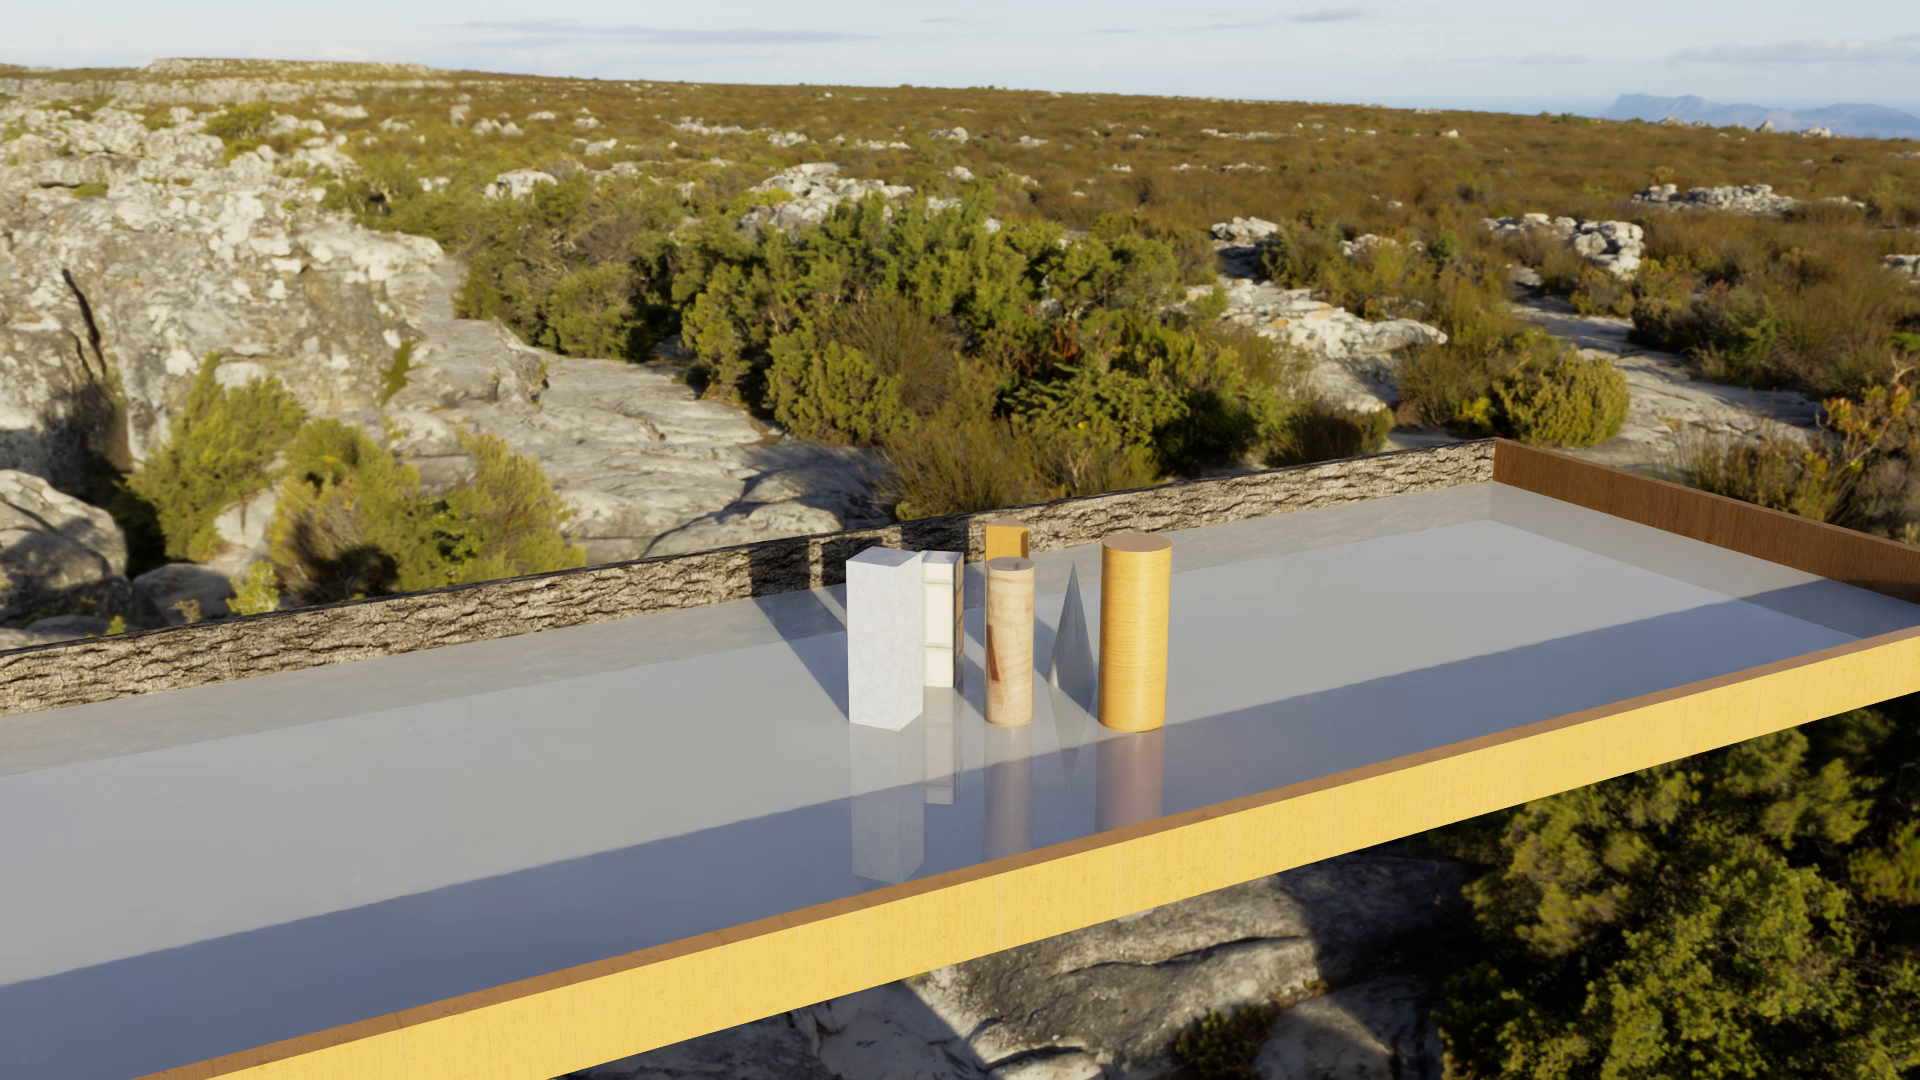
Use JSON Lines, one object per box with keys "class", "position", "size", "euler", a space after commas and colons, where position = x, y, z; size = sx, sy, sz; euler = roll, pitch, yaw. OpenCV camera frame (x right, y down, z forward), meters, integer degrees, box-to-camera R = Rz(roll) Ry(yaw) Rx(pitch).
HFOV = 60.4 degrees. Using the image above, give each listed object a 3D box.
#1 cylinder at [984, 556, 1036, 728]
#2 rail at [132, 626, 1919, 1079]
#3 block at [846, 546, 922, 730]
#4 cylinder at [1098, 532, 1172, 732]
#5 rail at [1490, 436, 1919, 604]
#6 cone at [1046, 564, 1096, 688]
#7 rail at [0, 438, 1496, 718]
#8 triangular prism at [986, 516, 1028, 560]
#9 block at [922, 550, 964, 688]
{"class": "cylinder", "position": [0.115, 0.239, 3.865], "size": [0.116, 0.383, 0.116], "euler": [0, 16, 0]}
{"class": "rail", "position": [-2.336, 1.006, 1.665], "size": [12.000, 0.150, 0.050], "euler": [-9, 18, -27]}
{"class": "block", "position": [-0.175, 0.229, 3.867], "size": [0.129, 0.399, 0.129], "euler": [7, 18, 24]}
{"class": "cylinder", "position": [0.406, 0.215, 3.848], "size": [0.160, 0.437, 0.160], "euler": [0, 16, 0]}
{"class": "rail", "position": [2.466, -0.048, 5.253], "size": [0.050, 0.150, 2.100], "euler": [-9, 18, -27]}
{"class": "cone", "position": [0.281, 0.201, 4.116], "size": [0.128, 0.313, 0.128], "euler": [0, 16, 0]}
{"class": "rail", "position": [-3.305, 0.497, 3.399], "size": [12.000, 0.150, 0.050], "euler": [-9, 18, -27]}
{"class": "triangular prism", "position": [0.129, 0.114, 4.360], "size": [0.113, 0.342, 0.098], "euler": [2, 17, 8]}
{"class": "block", "position": [-0.052, 0.196, 4.119], "size": [0.105, 0.320, 0.105], "euler": [3, 17, 9]}
